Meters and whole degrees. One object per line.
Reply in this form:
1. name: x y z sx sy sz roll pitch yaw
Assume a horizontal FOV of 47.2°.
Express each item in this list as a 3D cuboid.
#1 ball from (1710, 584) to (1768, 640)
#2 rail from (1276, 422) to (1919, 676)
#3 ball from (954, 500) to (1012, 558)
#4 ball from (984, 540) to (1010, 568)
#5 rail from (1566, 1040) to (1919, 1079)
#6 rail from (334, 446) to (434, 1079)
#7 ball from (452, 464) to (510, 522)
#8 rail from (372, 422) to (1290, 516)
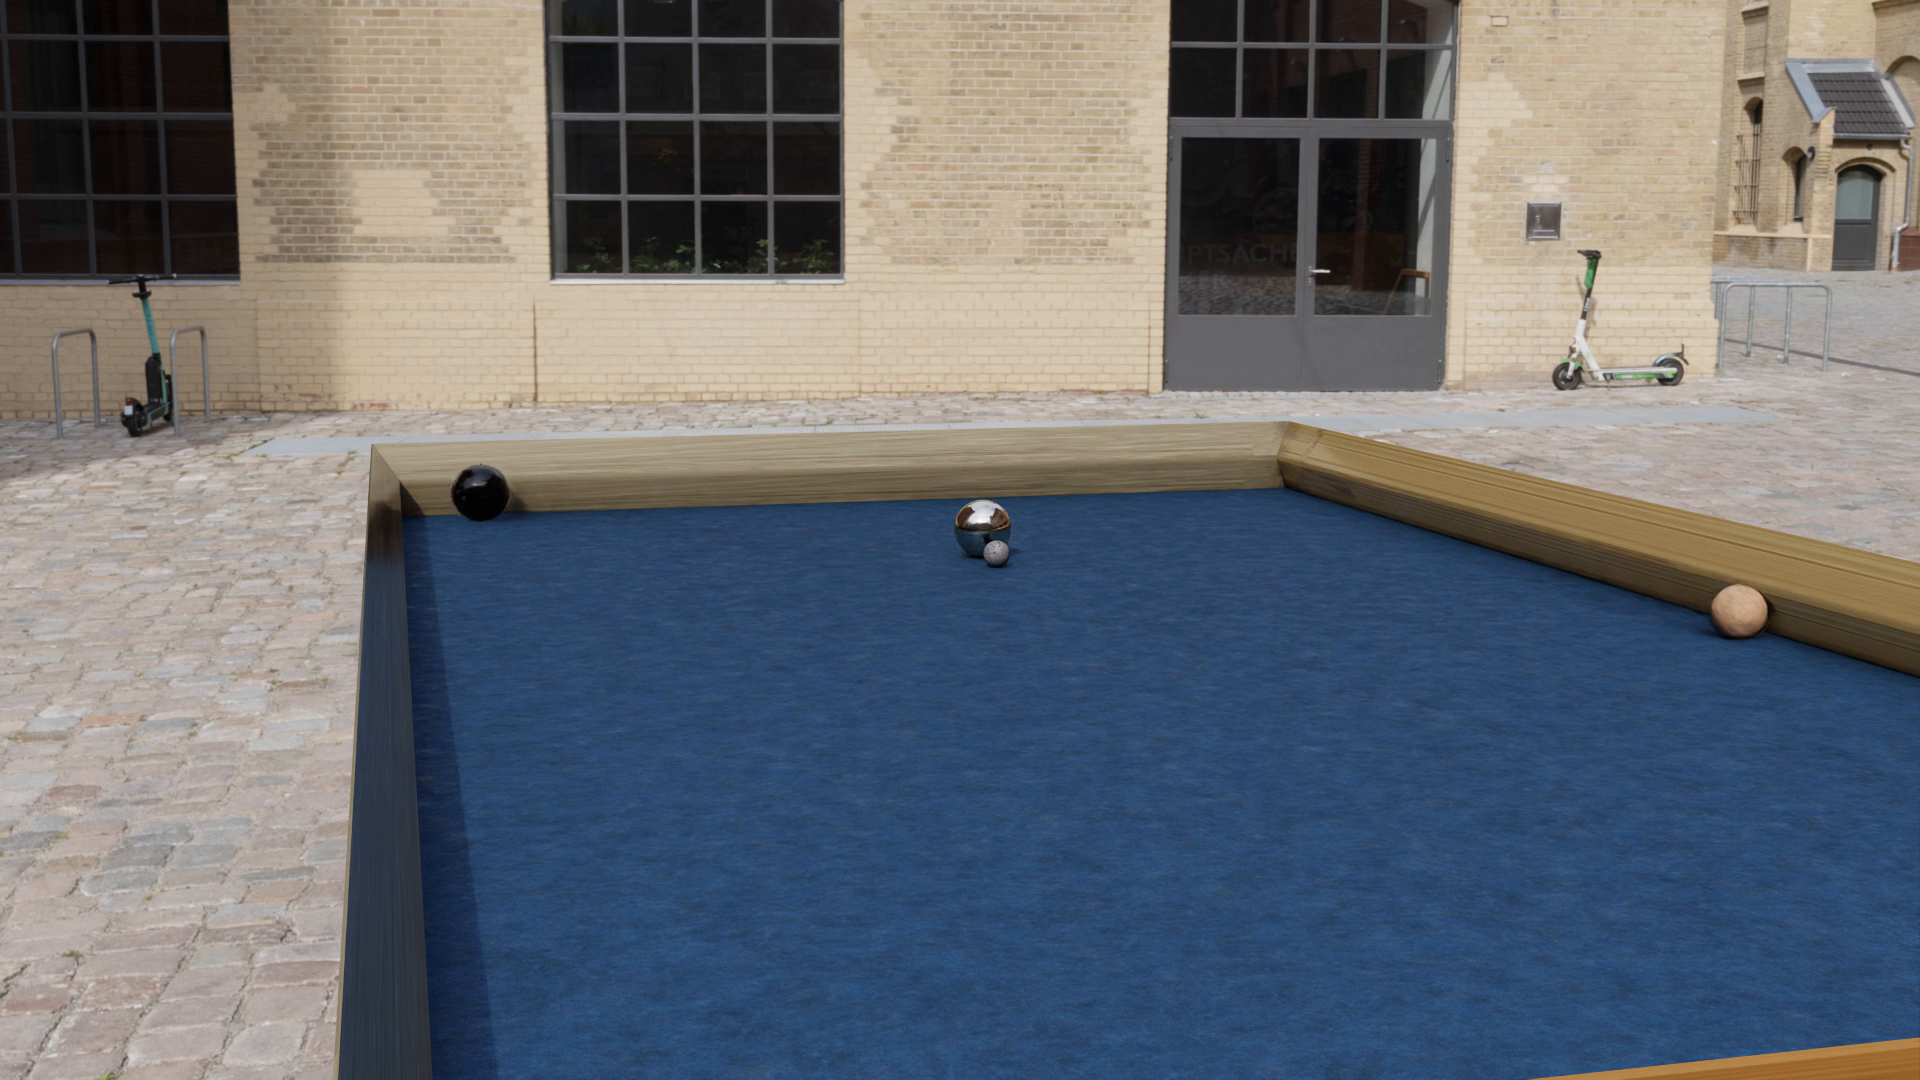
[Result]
1. ball: 0.976 0.090 2.754 0.068 0.068 0.068 0 8 0
2. rail: 1.009 0.052 2.799 0.045 0.128 3.109 -2 9 -14
3. ball: 0.035 -0.018 3.413 0.090 0.090 0.090 0 8 0
4. ball: 0.055 0.021 3.322 0.040 0.040 0.040 0 8 0
5. rail: 0.578 0.298 1.124 1.731 0.128 0.045 -2 9 -14
6. rail: -0.620 0.113 2.382 0.045 0.128 3.109 -2 9 -14
7. ball: -0.833 -0.082 3.823 0.099 0.099 0.099 0 8 0
8. rail: -0.189 -0.133 4.057 1.731 0.128 0.045 -2 9 -14
